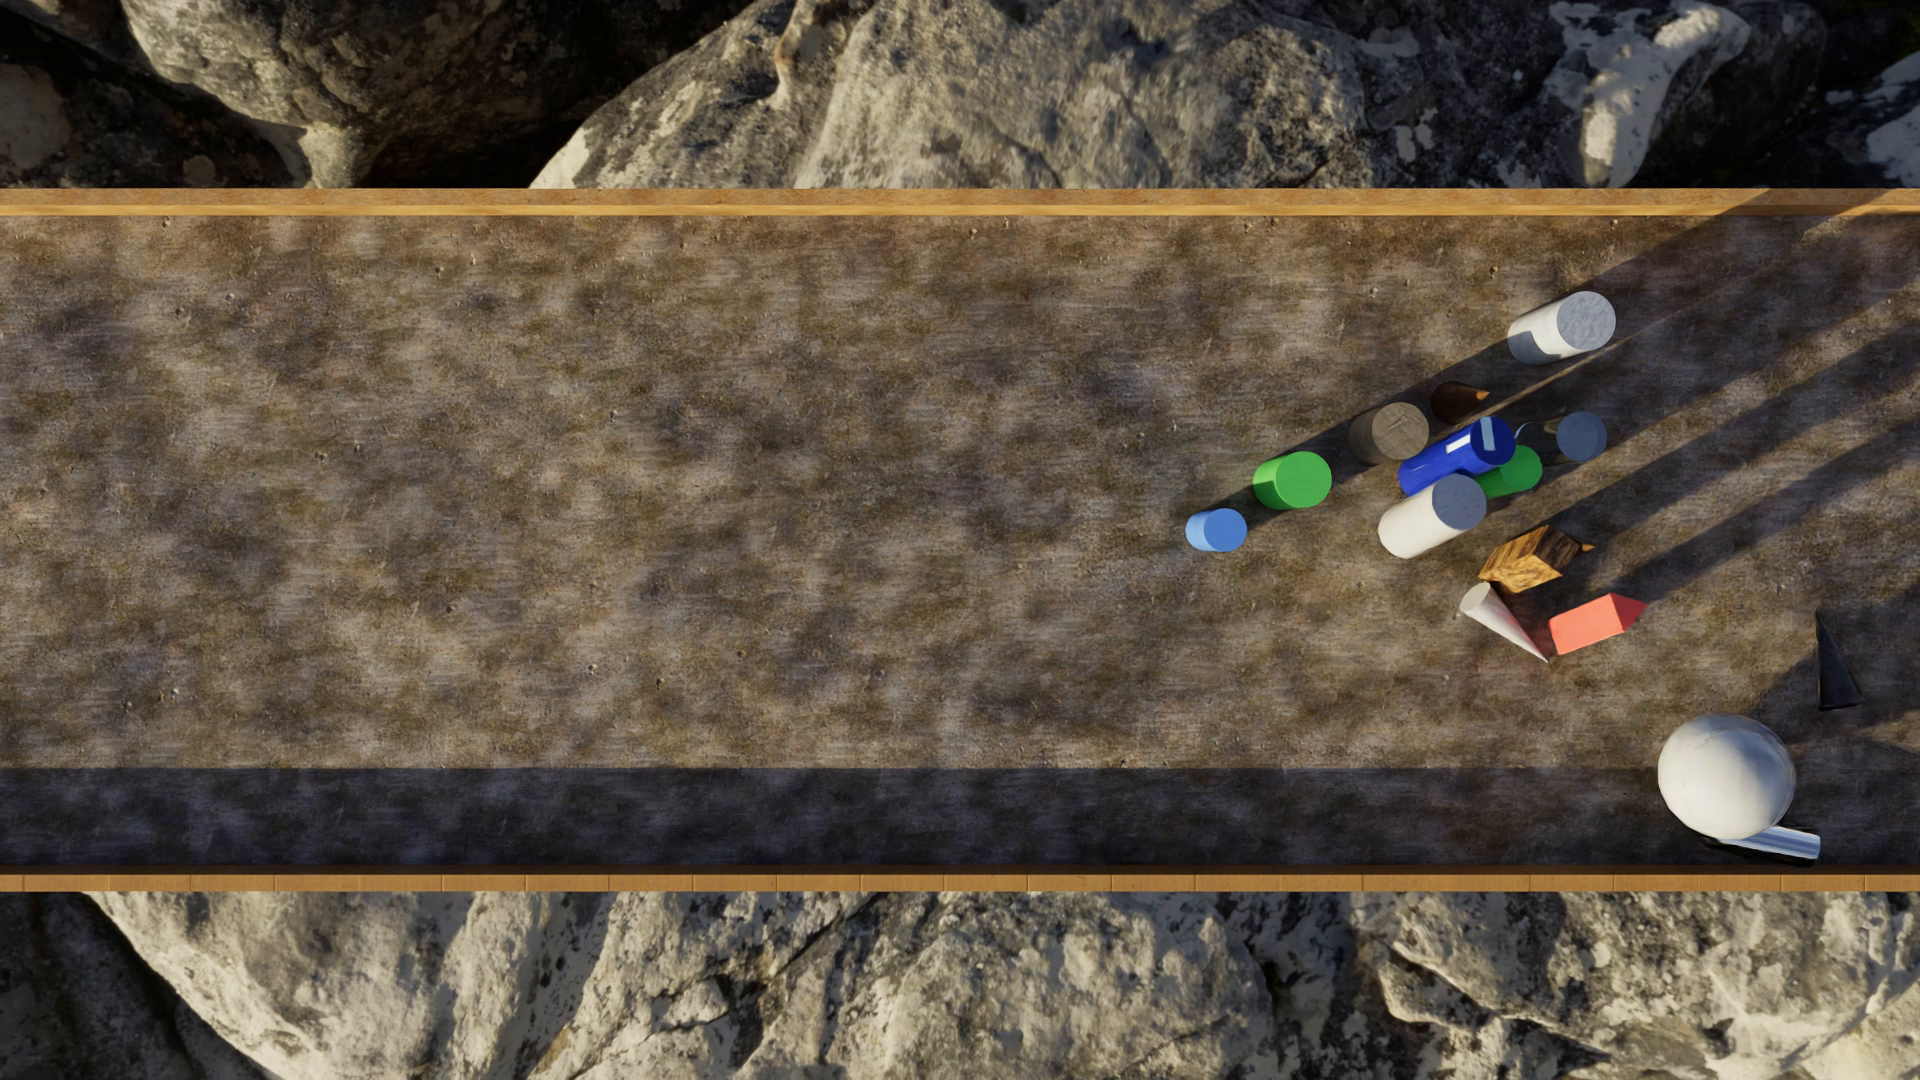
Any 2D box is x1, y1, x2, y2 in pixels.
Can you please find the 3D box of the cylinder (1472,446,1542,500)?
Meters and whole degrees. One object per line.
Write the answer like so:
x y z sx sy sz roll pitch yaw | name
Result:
1.582 -0.191 4.902 0.130 0.328 0.130 1 84 -11 | cylinder

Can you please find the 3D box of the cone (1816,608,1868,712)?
2.659 0.359 5.042 0.136 0.136 0.310 -9 78 0 | cone

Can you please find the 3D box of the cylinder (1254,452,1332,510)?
0.983 -0.173 4.897 0.162 0.359 0.162 0 90 0 | cylinder

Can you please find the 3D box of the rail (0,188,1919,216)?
-2.247 -1.025 5.002 12.000 0.150 0.050 0 90 0 | rail

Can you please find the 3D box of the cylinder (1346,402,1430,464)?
1.270 -0.315 4.916 0.166 0.321 0.166 0 90 0 | cylinder

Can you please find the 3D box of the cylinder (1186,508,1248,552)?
0.756 -0.029 4.889 0.124 0.374 0.124 0 90 0 | cylinder

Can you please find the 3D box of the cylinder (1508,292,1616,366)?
1.770 -0.620 4.870 0.169 0.413 0.169 0 90 0 | cylinder

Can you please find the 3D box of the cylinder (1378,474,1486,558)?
1.391 -0.067 4.874 0.167 0.373 0.167 2 77 -9 | cylinder

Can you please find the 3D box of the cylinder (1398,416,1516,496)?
1.456 -0.234 4.854 0.144 0.421 0.144 3 77 -13 | cylinder

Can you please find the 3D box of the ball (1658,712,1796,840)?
2.247 0.692 4.841 0.370 0.370 0.370 0 90 0 | ball

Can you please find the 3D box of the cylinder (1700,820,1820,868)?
2.431 0.905 5.013 0.302 0.127 0.127 12 90 0 | cylinder

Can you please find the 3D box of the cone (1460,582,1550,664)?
1.691 0.277 5.047 0.330 0.118 0.118 40 90 -10 | cone

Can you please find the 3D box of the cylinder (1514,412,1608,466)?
1.774 -0.295 4.892 0.145 0.370 0.145 0 90 0 | cylinder

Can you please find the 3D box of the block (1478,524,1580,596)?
1.686 0.063 4.899 0.108 0.338 0.108 35 75 0 | block

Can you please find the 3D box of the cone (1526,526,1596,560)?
1.797 0.024 4.876 0.146 0.394 0.146 0 88 -2 | cone

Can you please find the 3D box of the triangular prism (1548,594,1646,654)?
1.866 0.233 4.884 0.098 0.377 0.113 45 74 5 | triangular prism

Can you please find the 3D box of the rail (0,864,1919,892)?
-2.247 1.025 5.001 12.000 0.150 0.050 0 90 0 | rail

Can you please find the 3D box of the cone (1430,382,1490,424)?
1.517 -0.422 4.896 0.135 0.360 0.135 0 90 0 | cone
